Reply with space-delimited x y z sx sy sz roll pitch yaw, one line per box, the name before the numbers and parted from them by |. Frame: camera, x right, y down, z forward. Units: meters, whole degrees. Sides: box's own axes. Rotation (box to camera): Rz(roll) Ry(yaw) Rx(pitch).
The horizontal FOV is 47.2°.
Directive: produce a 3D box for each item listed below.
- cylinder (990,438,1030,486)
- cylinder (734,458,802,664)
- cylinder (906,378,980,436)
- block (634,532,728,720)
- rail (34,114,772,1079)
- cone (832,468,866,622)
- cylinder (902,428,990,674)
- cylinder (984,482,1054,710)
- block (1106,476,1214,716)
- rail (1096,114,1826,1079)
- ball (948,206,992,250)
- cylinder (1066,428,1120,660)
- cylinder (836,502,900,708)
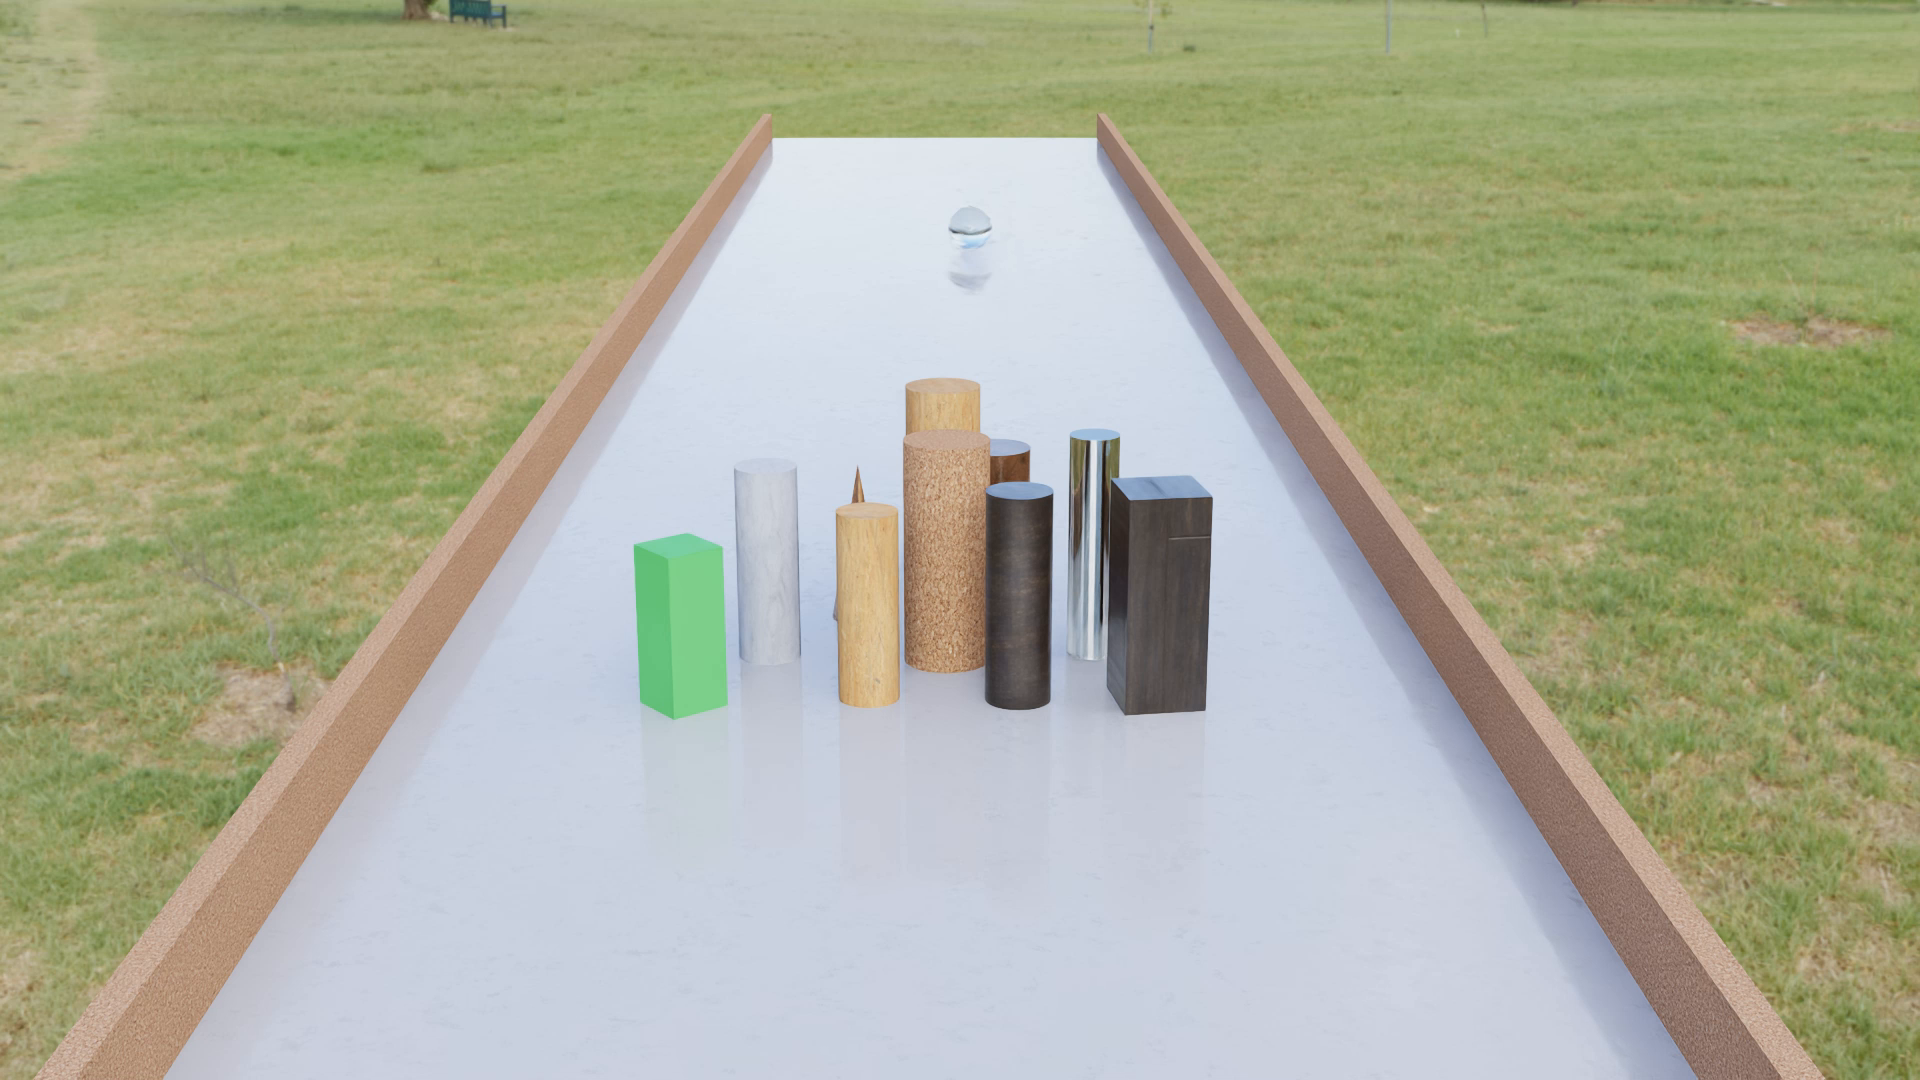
cylinder | 0.074 -0.016 4.631 0.148 0.370 0.148 0 17 0
cylinder | -0.384 0.043 4.391 0.124 0.395 0.124 0 17 0
cylinder | -0.038 -0.128 4.889 0.166 0.439 0.166 0 17 0
block | -0.525 0.161 4.135 0.120 0.314 0.120 -13 21 -38
rail | -1.118 -0.838 7.780 0.050 0.150 12.000 0 17 -1
cone | -0.213 0.001 4.633 0.117 0.336 0.117 0 17 0
cylinder | -0.026 0.021 4.359 0.171 0.454 0.171 0 17 0
cylinder | 0.111 0.106 4.148 0.127 0.412 0.127 0 17 0
block | 0.374 0.103 4.146 0.156 0.419 0.156 -3 17 -9
rail | 0.932 -0.844 7.801 0.050 0.150 12.000 0 17 -1
ball | 0.044 -1.330 9.374 0.184 0.184 0.184 0 17 0
cylinder | 0.266 0.009 4.400 0.100 0.454 0.100 0 17 0
cylinder | -0.174 0.123 4.162 0.117 0.371 0.117 0 17 0
